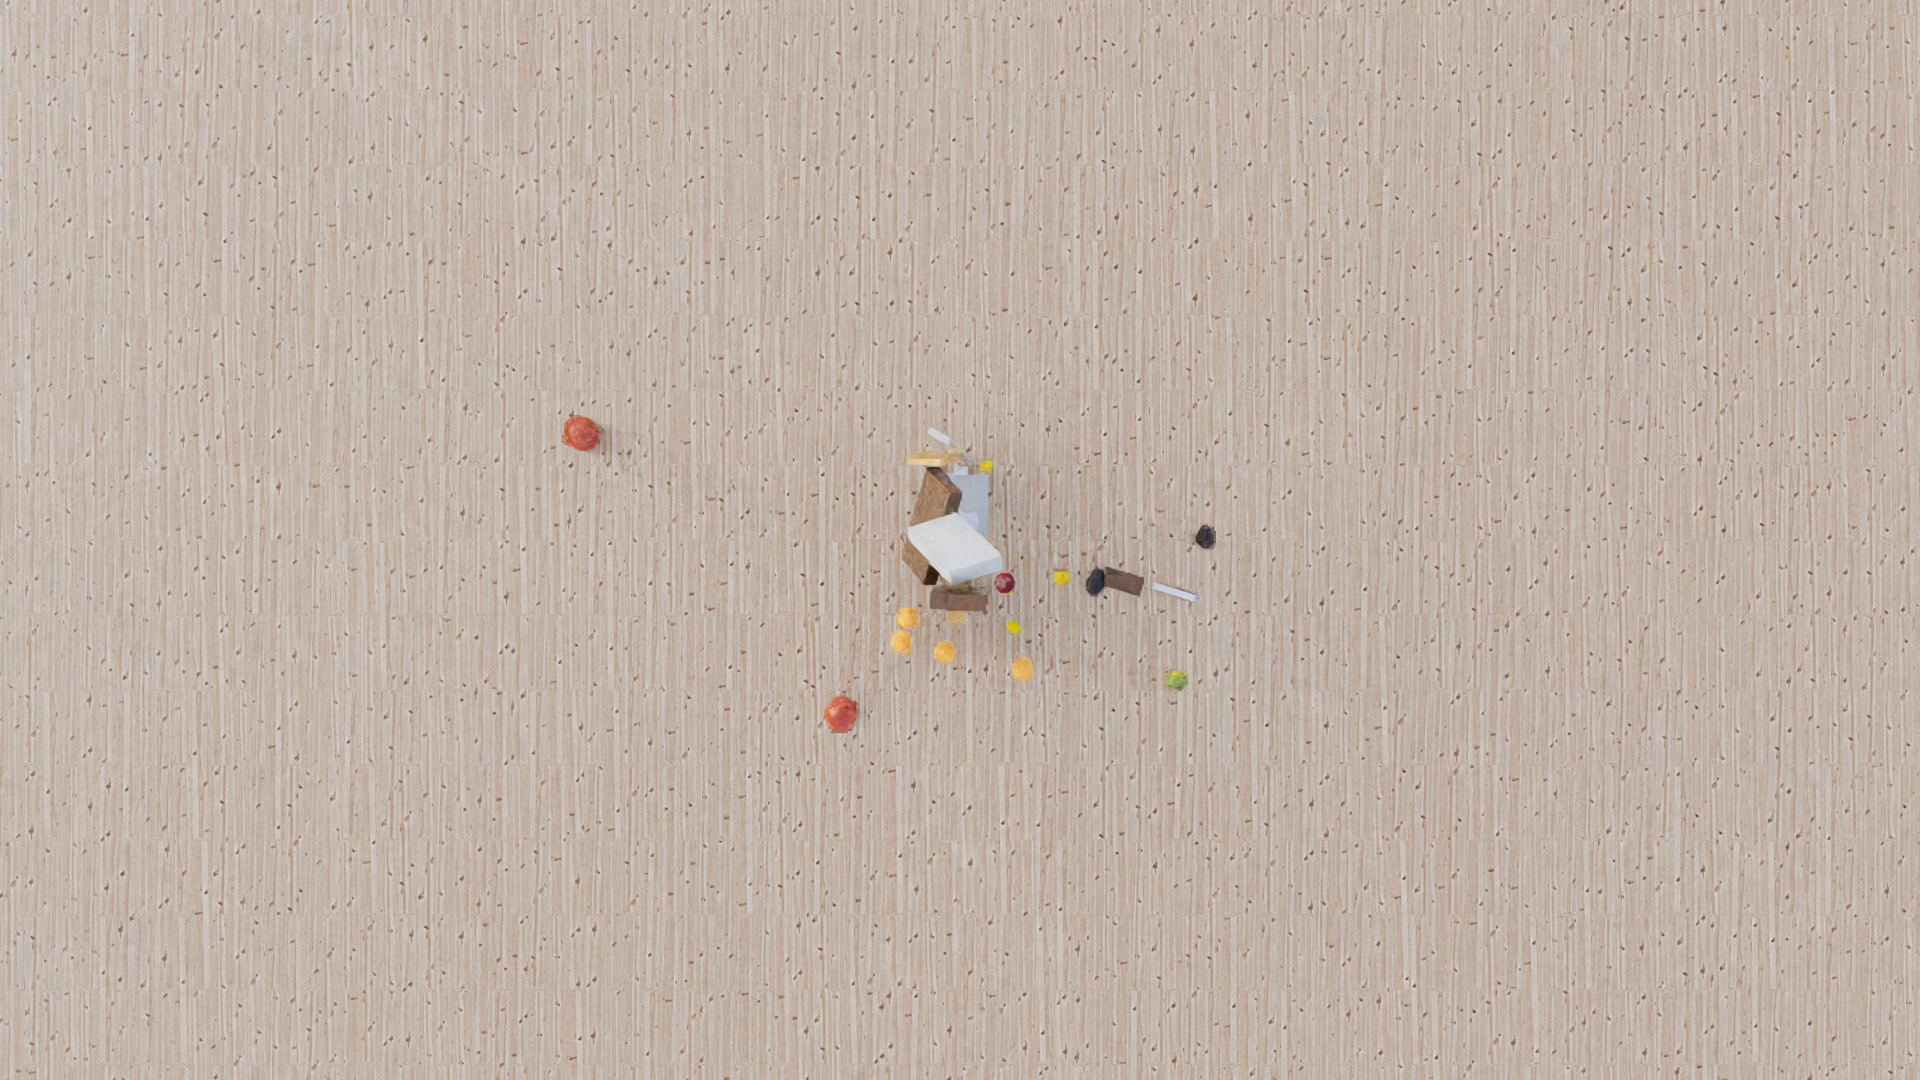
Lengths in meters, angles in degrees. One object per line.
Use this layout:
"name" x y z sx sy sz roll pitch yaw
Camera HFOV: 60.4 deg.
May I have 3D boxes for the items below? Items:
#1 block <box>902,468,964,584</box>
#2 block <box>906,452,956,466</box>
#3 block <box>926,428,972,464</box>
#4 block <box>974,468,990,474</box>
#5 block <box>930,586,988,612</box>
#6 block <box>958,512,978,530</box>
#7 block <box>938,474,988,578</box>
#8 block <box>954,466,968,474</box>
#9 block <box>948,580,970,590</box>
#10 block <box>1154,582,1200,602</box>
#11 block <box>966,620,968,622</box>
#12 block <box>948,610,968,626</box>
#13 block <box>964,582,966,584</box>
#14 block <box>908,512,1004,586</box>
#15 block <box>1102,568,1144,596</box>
"block" -0.089 -0.043 5.096 0.046 0.162 0.325 -1 121 -31
"block" -0.088 -0.249 5.045 0.072 0.143 0.020 -24 111 -42
"block" -0.029 -0.296 5.225 0.072 0.545 0.020 30 91 8
"block" 0.065 -0.196 5.464 0.049 0.014 0.098 13 51 0
"block" -0.002 0.175 5.007 0.162 0.693 0.046 3 90 0
"block" 0.020 -0.026 5.091 0.064 0.018 0.129 5 61 0
"block" 0.004 -0.045 5.153 0.161 0.046 0.321 1 90 0
"block" 0.001 -0.211 5.458 0.049 0.098 0.014 1 129 0
"block" -0.002 0.113 5.071 0.063 0.126 0.018 4 118 0
"block" 0.713 0.170 5.422 0.143 0.072 0.020 17 95 22
"block" -0.003 0.257 5.436 0.064 0.128 0.018 0 90 0
"block" -0.006 0.211 5.363 0.064 0.018 0.128 4 90 0
"block" 0.001 0.065 5.030 0.063 0.018 0.126 10 74 2
"block" -0.017 0.024 4.852 0.162 0.325 0.046 -18 120 -17
"block" 0.544 0.138 5.491 0.129 0.018 0.064 17 90 0
